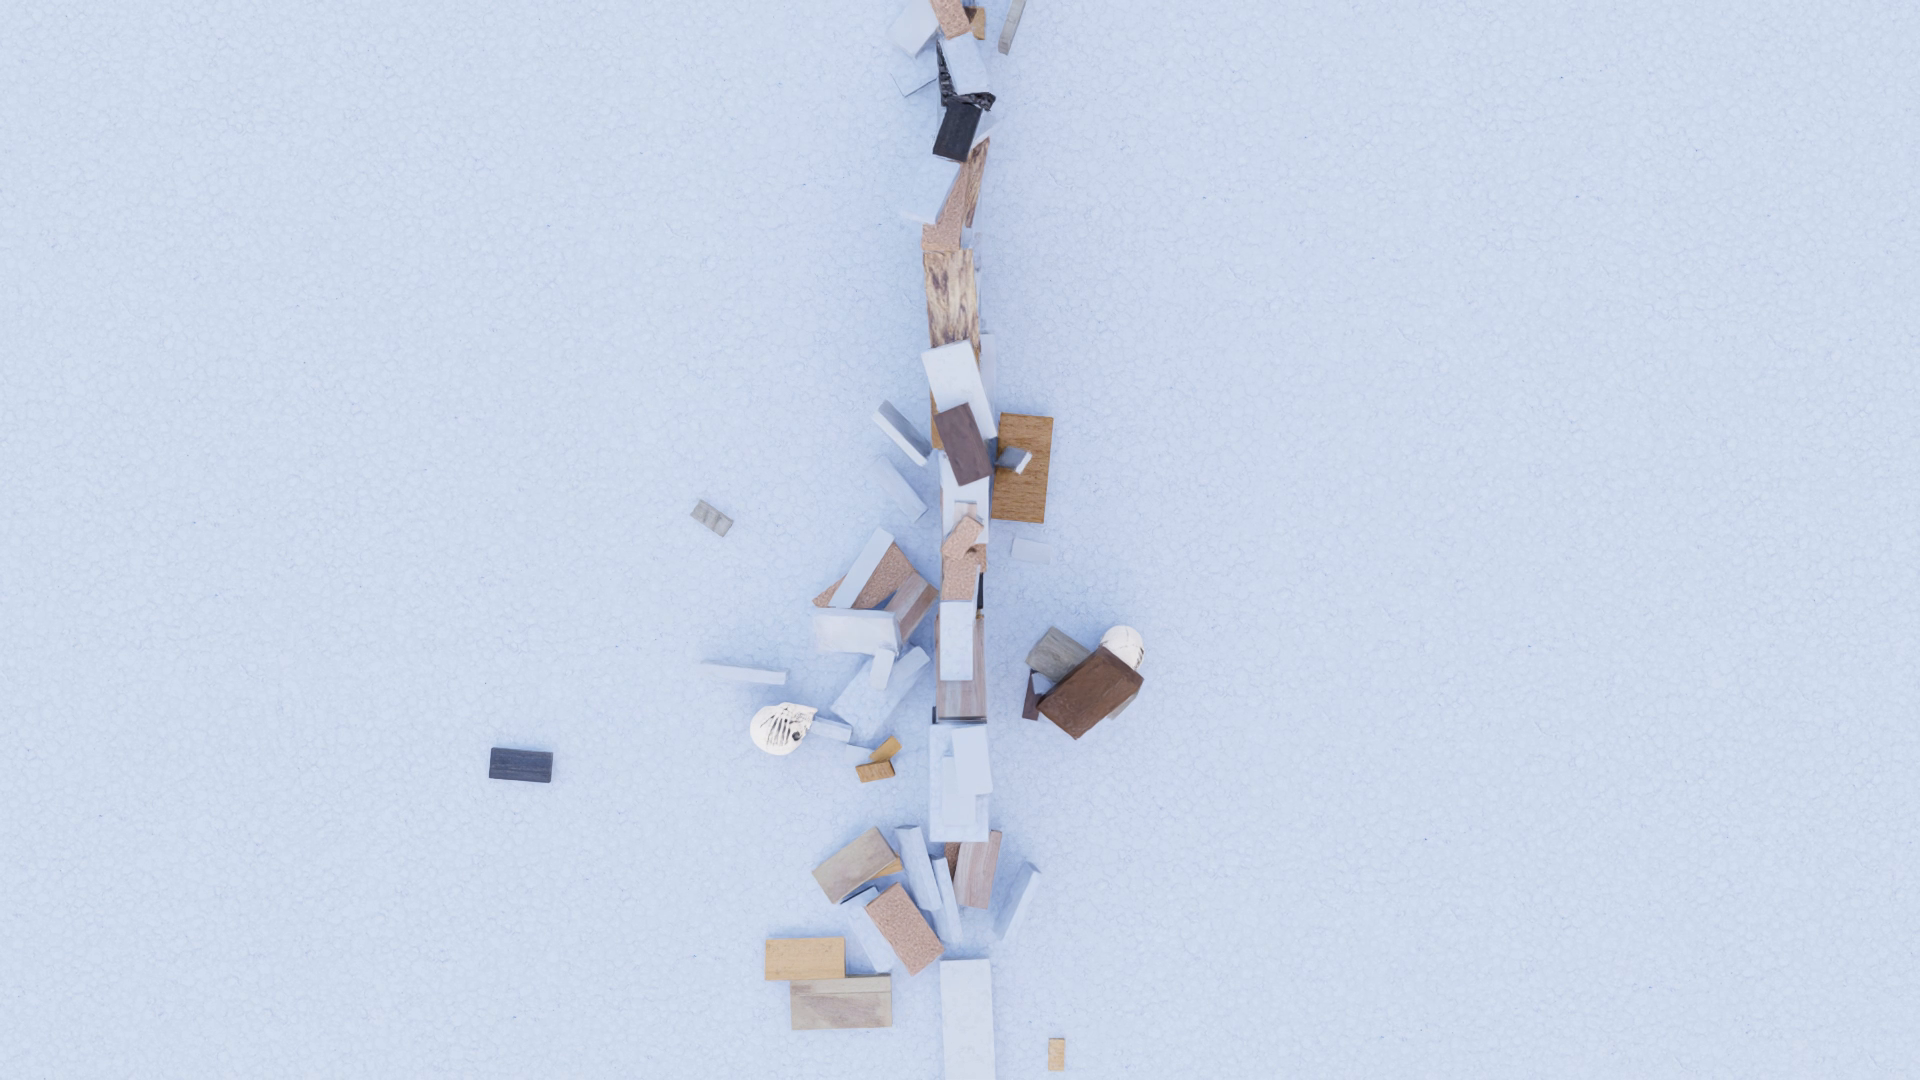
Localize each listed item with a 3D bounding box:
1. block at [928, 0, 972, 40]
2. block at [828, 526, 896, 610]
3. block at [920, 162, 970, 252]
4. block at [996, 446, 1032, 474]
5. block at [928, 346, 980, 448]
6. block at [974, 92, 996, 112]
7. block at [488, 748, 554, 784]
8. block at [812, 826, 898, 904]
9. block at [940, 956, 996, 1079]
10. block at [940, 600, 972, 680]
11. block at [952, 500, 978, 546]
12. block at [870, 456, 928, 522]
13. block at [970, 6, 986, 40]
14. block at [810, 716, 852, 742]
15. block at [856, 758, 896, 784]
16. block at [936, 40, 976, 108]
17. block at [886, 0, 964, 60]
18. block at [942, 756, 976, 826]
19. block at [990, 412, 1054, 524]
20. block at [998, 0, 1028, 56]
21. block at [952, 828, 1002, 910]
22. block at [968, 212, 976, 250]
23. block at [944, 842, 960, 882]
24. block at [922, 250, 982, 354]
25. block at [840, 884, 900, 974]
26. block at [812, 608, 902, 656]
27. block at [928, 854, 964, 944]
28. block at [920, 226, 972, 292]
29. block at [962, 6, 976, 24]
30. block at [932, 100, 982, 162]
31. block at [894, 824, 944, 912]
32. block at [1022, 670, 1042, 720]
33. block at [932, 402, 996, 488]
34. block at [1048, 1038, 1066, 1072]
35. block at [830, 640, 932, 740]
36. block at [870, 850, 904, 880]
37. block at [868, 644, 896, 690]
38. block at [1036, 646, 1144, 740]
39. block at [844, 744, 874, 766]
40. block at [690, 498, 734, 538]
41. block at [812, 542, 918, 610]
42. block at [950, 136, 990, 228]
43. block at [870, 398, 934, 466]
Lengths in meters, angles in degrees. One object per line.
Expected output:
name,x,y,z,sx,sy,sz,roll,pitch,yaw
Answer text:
block,-0.061,-1.796,5.432,0.089,0.025,0.309,-23,77,0
block,-0.325,0.103,5.450,0.067,0.019,0.312,33,90,0
block,-0.045,-1.061,5.233,0.118,0.034,0.347,3,59,7
block,0.175,-0.263,5.379,0.020,0.143,0.072,38,84,-28
block,-0.015,-0.449,5.201,0.157,0.044,0.313,-1,108,2
block,0.031,-1.403,5.446,0.094,0.027,0.187,30,90,0
block,-1.460,0.749,5.486,0.201,0.028,0.100,5,90,0
block,-0.349,1.077,5.464,0.262,0.037,0.131,-36,80,3
block,0.030,1.686,5.476,0.167,0.047,0.594,-3,90,0
block,-0.012,0.321,5.251,0.103,0.029,0.252,0,95,0
block,0.015,-0.051,5.198,0.072,0.020,0.143,3,110,-1
block,-0.203,-0.167,5.441,0.033,0.115,0.230,-39,90,-22
block,0.055,-1.718,5.484,0.054,0.015,0.107,2,81,0
block,-0.427,0.628,5.469,0.134,0.067,0.019,15,46,0
block,-0.280,0.766,5.463,0.121,0.017,0.060,-14,112,18
block,-0.015,-1.530,5.416,0.109,0.031,0.246,-1,66,-9
block,-0.117,-1.733,5.468,0.128,0.036,0.256,39,89,12
block,-0.003,0.773,5.081,0.103,0.029,0.205,2,84,0
block,0.206,-0.238,5.475,0.176,0.050,0.352,5,90,0
block,0.267,-1.974,5.436,0.036,0.128,0.747,19,90,0
block,0.052,1.079,5.445,0.128,0.036,0.257,11,90,0
block,0.006,-1.133,5.365,0.094,0.027,0.407,3,75,1
block,0.016,1.008,5.482,0.128,0.036,0.257,5,90,0
block,-0.025,-0.747,5.209,0.157,0.044,0.323,-4,93,4
block,-0.277,1.292,5.481,0.131,0.037,0.262,-29,90,0
block,-0.336,0.300,5.401,0.283,0.040,0.141,2,120,19
block,-0.061,1.179,5.429,0.039,0.138,0.275,-12,90,-25
block,-0.043,-0.891,5.244,0.113,0.032,0.226,15,92,3
block,0.011,-1.718,5.449,0.054,0.015,0.107,16,62,7
block,-0.007,-1.314,5.298,0.109,0.031,0.219,15,59,2
block,-0.138,1.077,5.429,0.039,0.138,0.275,-16,90,-25
block,0.247,0.516,5.493,0.053,0.015,0.164,10,90,0
block,0.012,-0.294,5.112,0.118,0.034,0.237,-21,87,7
block,0.321,1.714,5.493,0.053,0.015,0.105,2,90,0
block,-0.261,0.478,5.476,0.167,0.047,0.333,39,90,0
block,-0.262,1.084,5.491,0.132,0.019,0.066,-16,90,0
block,-0.256,0.417,5.400,0.062,0.017,0.164,16,124,0
block,0.418,0.498,5.350,0.176,0.050,0.360,39,132,-6
block,-0.322,0.722,5.491,0.123,0.017,0.062,11,90,0
block,-0.825,-0.072,5.491,0.132,0.019,0.066,34,90,0
block,-0.315,0.156,5.480,0.335,0.040,0.141,-37,90,0
block,0.002,-1.117,5.330,0.113,0.032,0.429,11,75,3
block,-0.186,-0.351,5.382,0.229,0.115,0.033,45,116,-11
